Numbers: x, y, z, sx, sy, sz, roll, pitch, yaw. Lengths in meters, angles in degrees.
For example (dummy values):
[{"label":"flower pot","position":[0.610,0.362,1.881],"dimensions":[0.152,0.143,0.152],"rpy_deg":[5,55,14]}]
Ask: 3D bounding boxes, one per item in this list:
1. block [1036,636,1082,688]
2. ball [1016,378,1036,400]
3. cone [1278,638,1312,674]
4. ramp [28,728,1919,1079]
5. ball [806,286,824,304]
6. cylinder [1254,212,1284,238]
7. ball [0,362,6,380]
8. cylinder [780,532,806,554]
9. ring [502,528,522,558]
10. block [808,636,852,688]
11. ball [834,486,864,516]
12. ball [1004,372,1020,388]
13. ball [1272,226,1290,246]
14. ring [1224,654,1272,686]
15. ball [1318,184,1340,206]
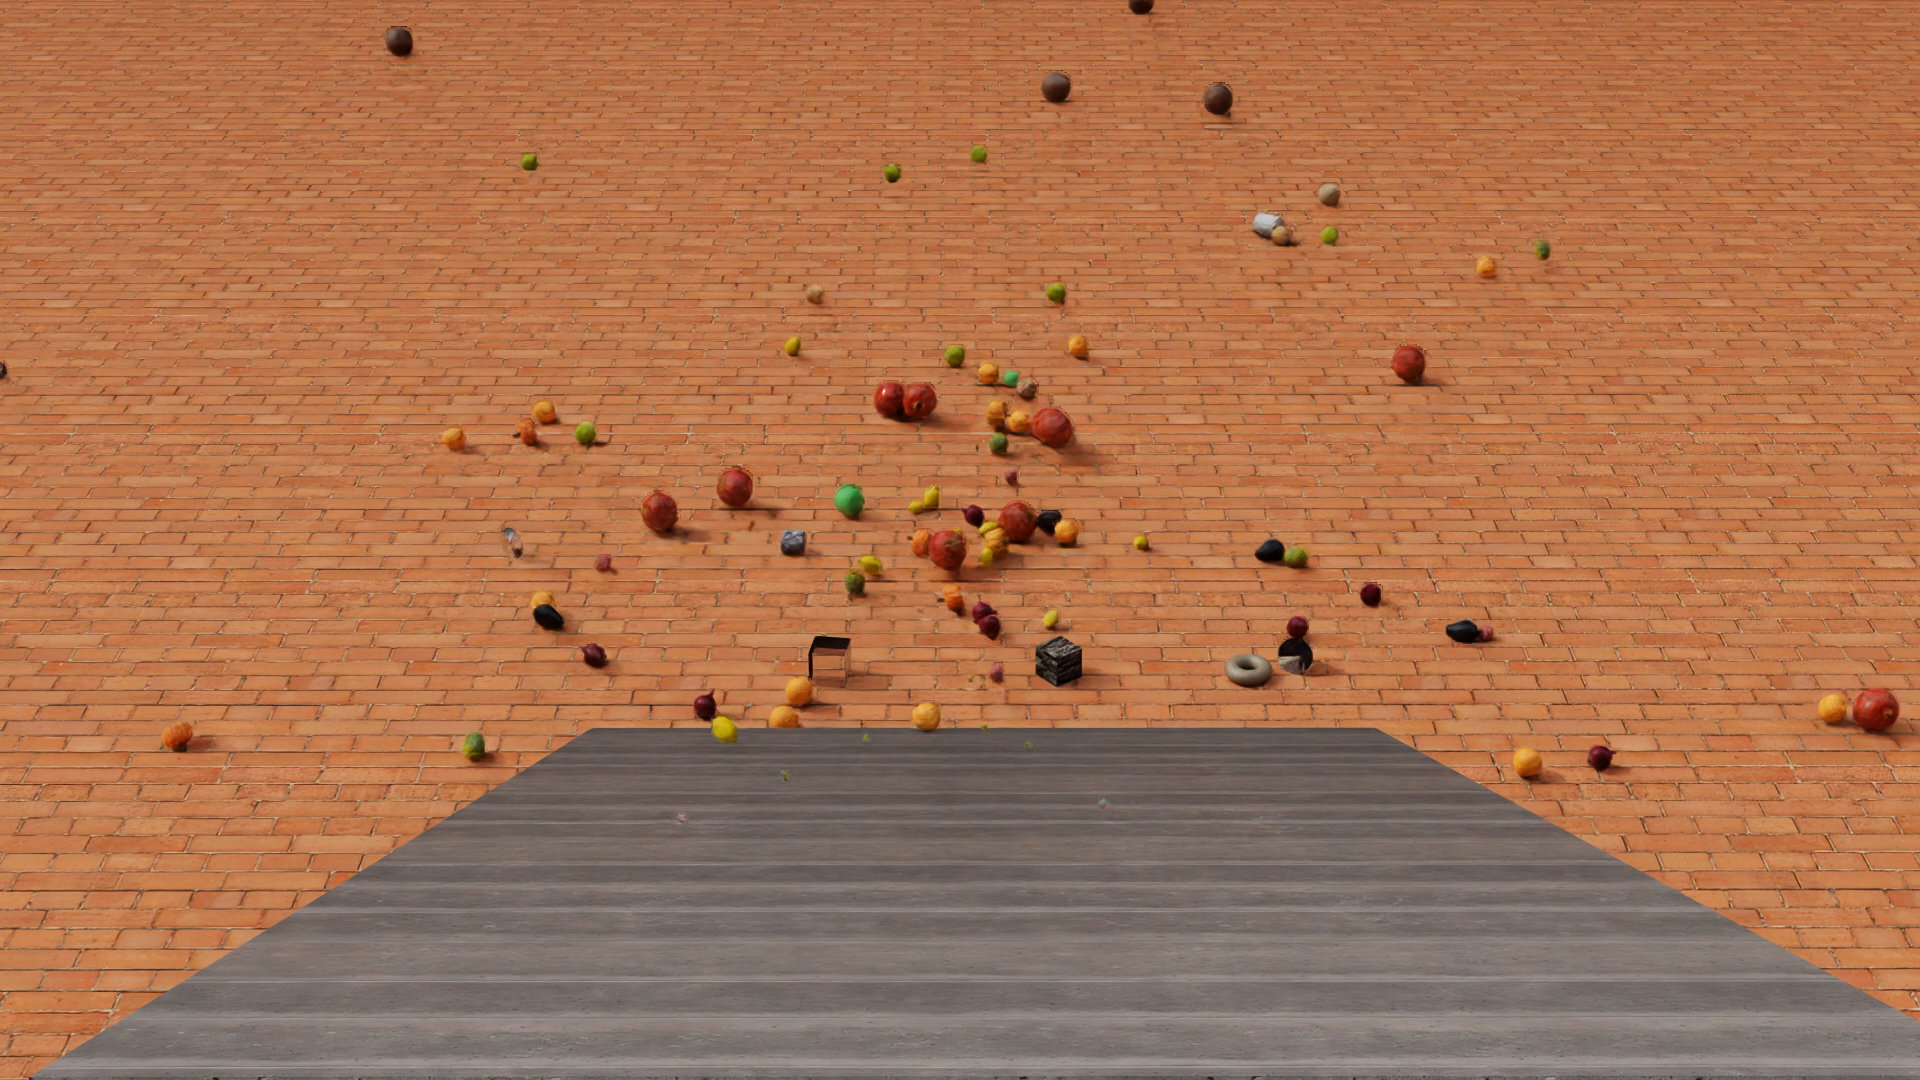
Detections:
[{"label":"block","position":[0.267,0.328,6.984],"dimensions":[0.089,0.089,0.089],"rpy_deg":[-20,34,-33]},{"label":"ball","position":[0.220,-0.503,8.601],"dimensions":[0.069,0.069,0.069],"rpy_deg":[0,28,0]},{"label":"cone","position":[0.931,0.317,7.054],"dimensions":[0.099,0.099,0.099],"rpy_deg":[15,4,26]},{"label":"ramp","position":[0.062,0.559,4.597],"dimensions":[2.000,0.100,4.000],"rpy_deg":[0,1,0]},{"label":"ball","position":[-0.525,-0.889,9.346],"dimensions":[0.066,0.066,0.066],"rpy_deg":[0,28,0]},{"label":"cylinder","position":[1.186,-1.208,9.931],"dimensions":[0.087,0.087,0.087],"rpy_deg":[17,32,32]},{"label":"ball","position":[-3.259,-0.572,8.737],"dimensions":[0.066,0.066,0.066],"rpy_deg":[0,28,0]},{"label":"cylinder","position":[-0.493,0.008,7.628],"dimensions":[0.061,0.061,0.061],"rpy_deg":[10,28,5]},{"label":"ring","position":[-1.318,0.010,7.595],"dimensions":[0.031,0.092,0.092],"rpy_deg":[-23,36,-35]},{"label":"block","position":[-0.351,0.329,6.973],"dimensions":[0.098,0.098,0.098],"rpy_deg":[4,28,7]},{"label":"ball","position":[-0.336,-0.117,7.839],"dimensions":[0.089,0.089,0.089],"rpy_deg":[0,28,0]},{"label":"ball","position":[0.173,-0.540,8.688],"dimensions":[0.054,0.054,0.054],"rpy_deg":[0,28,0]},{"label":"ball","position":[1.226,-1.162,9.863],"dimensions":[0.072,0.072,0.072],"rpy_deg":[0,28,0]},{"label":"ring","position":[0.781,0.351,6.991],"dimensions":[0.130,0.043,0.130],"rpy_deg":[-1,28,0]},{"label":"ball","position":[1.464,-1.369,10.243],"dimensions":[0.088,0.088,0.088],"rpy_deg":[0,28,0]}]
